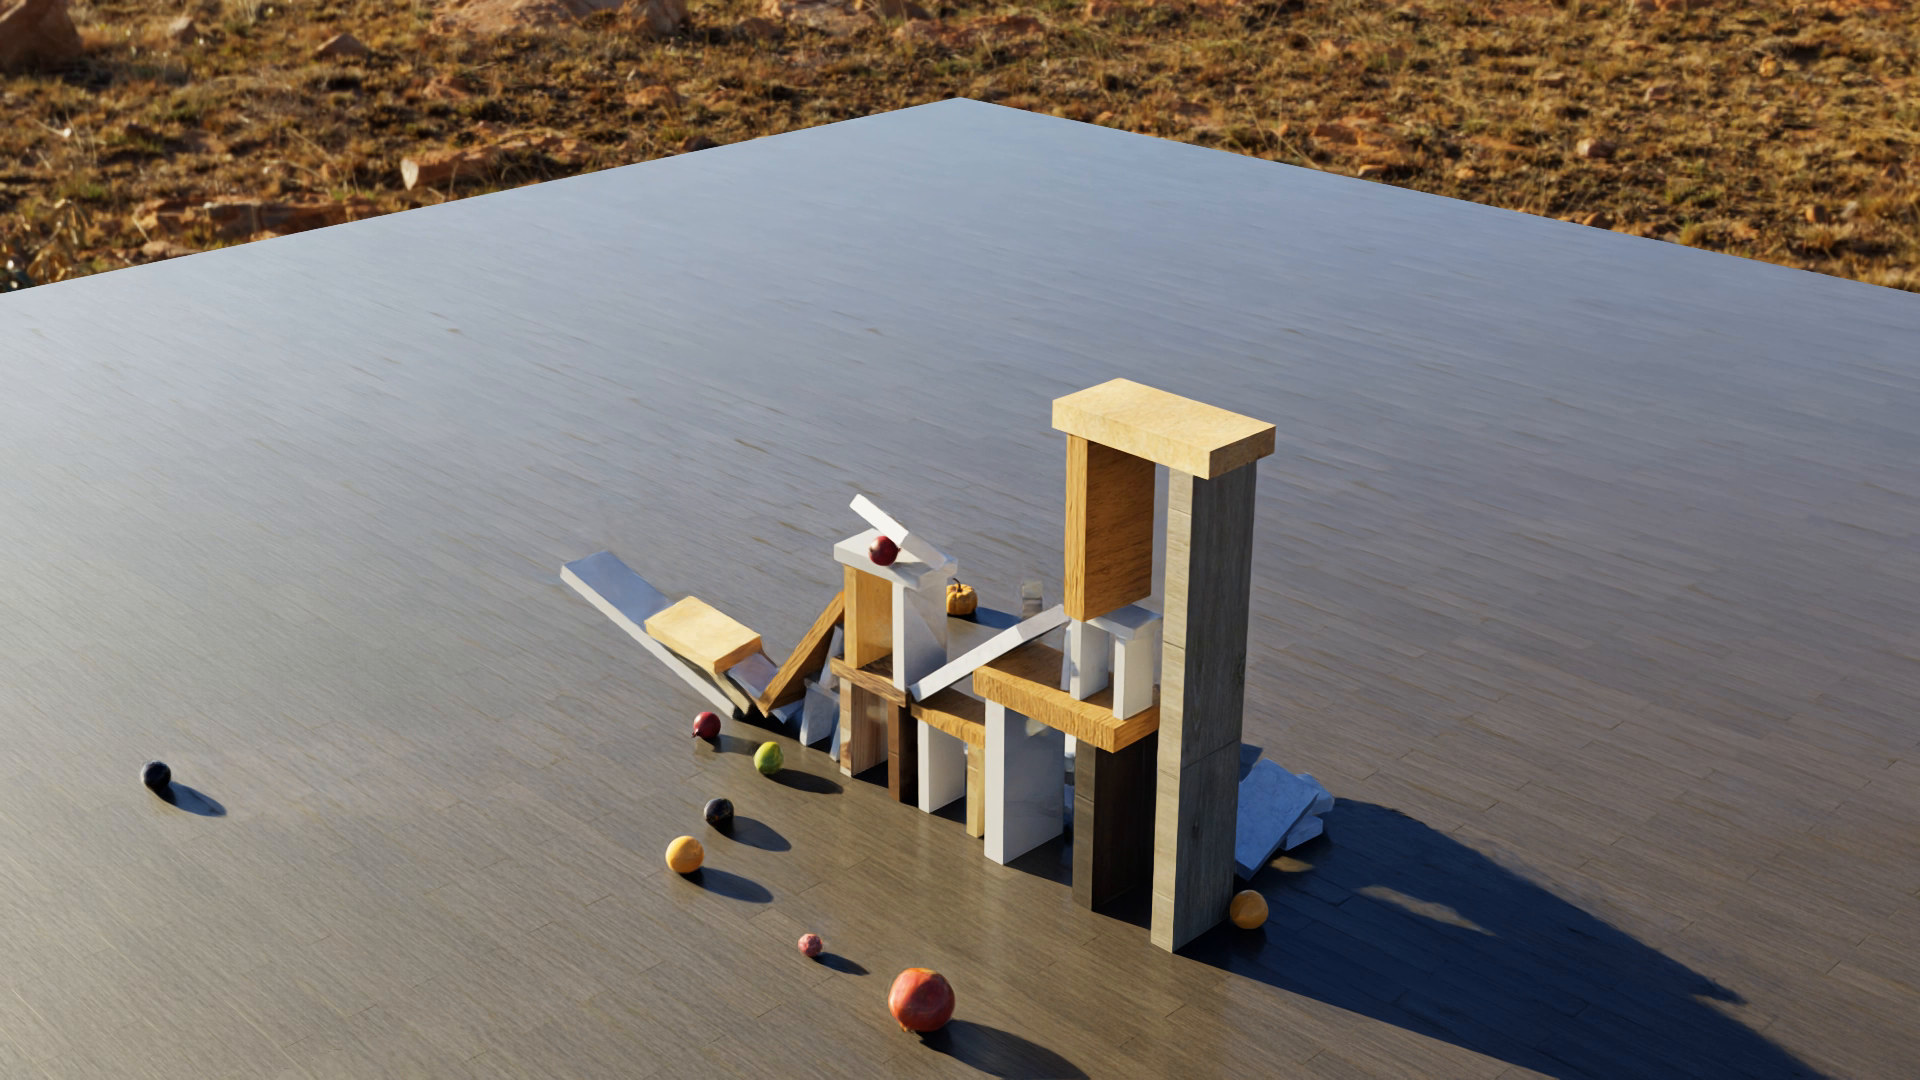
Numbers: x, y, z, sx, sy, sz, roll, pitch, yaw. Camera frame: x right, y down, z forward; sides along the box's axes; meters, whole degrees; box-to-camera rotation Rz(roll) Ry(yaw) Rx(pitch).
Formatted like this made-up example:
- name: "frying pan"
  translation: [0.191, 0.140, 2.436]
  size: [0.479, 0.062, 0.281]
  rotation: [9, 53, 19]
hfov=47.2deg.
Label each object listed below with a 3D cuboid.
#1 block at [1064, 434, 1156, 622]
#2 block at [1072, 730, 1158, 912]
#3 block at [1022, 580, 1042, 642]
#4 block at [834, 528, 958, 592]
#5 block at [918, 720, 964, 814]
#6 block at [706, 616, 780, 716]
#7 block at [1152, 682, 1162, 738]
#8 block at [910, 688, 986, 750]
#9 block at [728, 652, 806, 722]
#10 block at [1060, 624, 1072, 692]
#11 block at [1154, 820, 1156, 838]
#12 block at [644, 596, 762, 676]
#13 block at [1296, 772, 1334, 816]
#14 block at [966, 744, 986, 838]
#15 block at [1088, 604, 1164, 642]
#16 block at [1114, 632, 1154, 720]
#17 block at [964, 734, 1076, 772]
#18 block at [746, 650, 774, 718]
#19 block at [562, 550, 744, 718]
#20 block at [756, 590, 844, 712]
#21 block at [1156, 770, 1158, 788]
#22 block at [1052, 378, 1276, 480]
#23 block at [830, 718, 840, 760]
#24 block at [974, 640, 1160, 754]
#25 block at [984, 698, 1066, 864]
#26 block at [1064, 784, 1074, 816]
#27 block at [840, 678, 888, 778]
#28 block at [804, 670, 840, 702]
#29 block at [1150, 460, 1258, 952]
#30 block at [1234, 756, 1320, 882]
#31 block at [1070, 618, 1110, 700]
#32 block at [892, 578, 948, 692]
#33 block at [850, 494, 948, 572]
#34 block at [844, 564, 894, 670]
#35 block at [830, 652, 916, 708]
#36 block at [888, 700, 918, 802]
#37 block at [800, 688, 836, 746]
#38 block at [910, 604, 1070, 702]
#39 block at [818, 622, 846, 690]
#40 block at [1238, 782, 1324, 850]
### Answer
- name: "block"
  translation: [0.268, -0.044, 3.925]
  size: [0.175, 0.350, 0.050]
  rotation: [-19, 30, -38]
- name: "block"
  translation: [0.291, 0.506, 4.125]
  size: [0.174, 0.347, 0.049]
  rotation: [-21, 30, -40]
- name: "block"
  translation: [0.147, 0.164, 4.553]
  size: [0.037, 0.130, 0.418]
  rotation: [2, -6, 1]
- name: "block"
  translation: [-0.129, 0.038, 4.386]
  size: [0.230, 0.033, 0.115]
  rotation: [19, 30, 37]
- name: "block"
  translation: [-0.037, 0.441, 4.458]
  size: [0.103, 0.205, 0.029]
  rotation: [-21, 31, -41]
- name: "block"
  translation: [-0.493, 0.278, 4.895]
  size: [0.129, 0.037, 0.258]
  rotation: [-18, 49, -38]
- name: "block"
  translation: [0.350, 0.399, 4.502]
  size: [0.122, 0.245, 0.035]
  rotation: [-17, 52, -23]
- name: "block"
  translation: [0.010, 0.352, 4.367]
  size: [0.103, 0.029, 0.205]
  rotation: [-21, 31, -40]
- name: "block"
  translation: [-0.415, 0.318, 4.783]
  size: [0.167, 0.024, 0.084]
  rotation: [40, 44, 14]
- name: "block"
  translation: [0.211, 0.211, 4.086]
  size: [0.018, 0.125, 0.063]
  rotation: [13, 26, 20]
- name: "block"
  translation: [0.376, 0.563, 4.335]
  size: [0.245, 0.035, 0.122]
  rotation: [1, 36, -7]
- name: "block"
  translation: [-0.567, 0.209, 4.853]
  size: [0.129, 0.037, 0.258]
  rotation: [-30, 37, -32]
- name: "block"
  translation: [0.629, 0.523, 4.413]
  size: [0.213, 0.030, 0.107]
  rotation: [-8, 24, -18]
- name: "block"
  translation: [0.061, 0.479, 4.368]
  size: [0.103, 0.205, 0.029]
  rotation: [-21, 32, -41]
- name: "block"
  translation: [0.279, 0.136, 3.978]
  size: [0.163, 0.023, 0.081]
  rotation: [21, 31, 40]
- name: "block"
  translation: [0.315, 0.237, 3.978]
  size: [0.081, 0.163, 0.023]
  rotation: [-21, 31, -41]
- name: "block"
  translation: [0.139, 0.443, 4.669]
  size: [0.260, 0.037, 0.130]
  rotation: [1, 23, 3]
- name: "block"
  translation: [-0.434, 0.309, 4.818]
  size: [0.084, 0.024, 0.167]
  rotation: [-18, 59, -38]
- name: "block"
  translation: [-0.669, 0.208, 5.023]
  size: [0.613, 0.037, 0.129]
  rotation: [35, 39, 30]
- name: "block"
  translation: [-0.295, 0.225, 4.620]
  size: [0.112, 0.387, 0.032]
  rotation: [-17, 64, -46]
- name: "block"
  translation: [0.463, 0.472, 4.611]
  size: [0.107, 0.030, 0.350]
  rotation: [8, 24, 19]
- name: "block"
  translation: [0.346, -0.194, 3.768]
  size: [0.175, 0.050, 0.350]
  rotation: [-21, 31, -40]
- name: "block"
  translation: [-0.229, 0.397, 4.643]
  size: [0.072, 0.143, 0.020]
  rotation: [-22, 50, -41]
- name: "block"
  translation: [0.211, 0.291, 4.123]
  size: [0.347, 0.049, 0.174]
  rotation: [21, 30, 40]
- name: "block"
  translation: [0.127, 0.441, 4.276]
  size: [0.174, 0.347, 0.049]
  rotation: [-21, 31, -41]
- name: "block"
  translation: [0.245, 0.530, 4.412]
  size: [0.125, 0.018, 0.063]
  rotation: [17, 35, 19]
- name: "block"
  translation: [-0.198, 0.373, 4.594]
  size: [0.032, 0.224, 0.112]
  rotation: [23, 32, 39]
- name: "block"
  translation: [-0.255, 0.310, 4.639]
  size: [0.143, 0.020, 0.072]
  rotation: [22, 31, 40]
- name: "block"
  translation: [0.428, 0.289, 3.885]
  size: [0.050, 0.933, 0.175]
  rotation: [21, 31, 40]
- name: "block"
  translation: [0.581, 0.544, 4.306]
  size: [0.130, 0.037, 0.260]
  rotation: [32, 48, 20]
- name: "block"
  translation: [0.240, 0.207, 4.049]
  size: [0.023, 0.163, 0.081]
  rotation: [20, 30, 39]
- name: "block"
  translation: [-0.079, 0.178, 4.393]
  size: [0.115, 0.230, 0.033]
  rotation: [-19, 30, -38]
- name: "block"
  translation: [-0.123, -0.016, 4.347]
  size: [0.112, 0.032, 0.224]
  rotation: [34, 2, -35]
- name: "block"
  translation: [-0.184, 0.138, 4.486]
  size: [0.033, 0.229, 0.115]
  rotation: [20, 30, 37]
- name: "block"
  translation: [-0.149, 0.275, 4.498]
  size: [0.112, 0.032, 0.224]
  rotation: [-21, 31, -41]
- name: "block"
  translation: [-0.096, 0.413, 4.500]
  size: [0.032, 0.224, 0.112]
  rotation: [21, 31, 41]
- name: "block"
  translation: [-0.303, 0.368, 4.710]
  size: [0.072, 0.143, 0.020]
  rotation: [-22, 43, -41]
- name: "block"
  translation: [0.054, 0.222, 4.267]
  size: [0.122, 0.035, 0.407]
  rotation: [-23, -7, -37]
- name: "block"
  translation: [-0.238, 0.233, 4.582]
  size: [0.084, 0.167, 0.024]
  rotation: [-21, 52, -40]
- name: "block"
  translation: [0.613, 0.552, 4.421]
  size: [0.107, 0.030, 0.213]
  rotation: [-18, 29, -36]
